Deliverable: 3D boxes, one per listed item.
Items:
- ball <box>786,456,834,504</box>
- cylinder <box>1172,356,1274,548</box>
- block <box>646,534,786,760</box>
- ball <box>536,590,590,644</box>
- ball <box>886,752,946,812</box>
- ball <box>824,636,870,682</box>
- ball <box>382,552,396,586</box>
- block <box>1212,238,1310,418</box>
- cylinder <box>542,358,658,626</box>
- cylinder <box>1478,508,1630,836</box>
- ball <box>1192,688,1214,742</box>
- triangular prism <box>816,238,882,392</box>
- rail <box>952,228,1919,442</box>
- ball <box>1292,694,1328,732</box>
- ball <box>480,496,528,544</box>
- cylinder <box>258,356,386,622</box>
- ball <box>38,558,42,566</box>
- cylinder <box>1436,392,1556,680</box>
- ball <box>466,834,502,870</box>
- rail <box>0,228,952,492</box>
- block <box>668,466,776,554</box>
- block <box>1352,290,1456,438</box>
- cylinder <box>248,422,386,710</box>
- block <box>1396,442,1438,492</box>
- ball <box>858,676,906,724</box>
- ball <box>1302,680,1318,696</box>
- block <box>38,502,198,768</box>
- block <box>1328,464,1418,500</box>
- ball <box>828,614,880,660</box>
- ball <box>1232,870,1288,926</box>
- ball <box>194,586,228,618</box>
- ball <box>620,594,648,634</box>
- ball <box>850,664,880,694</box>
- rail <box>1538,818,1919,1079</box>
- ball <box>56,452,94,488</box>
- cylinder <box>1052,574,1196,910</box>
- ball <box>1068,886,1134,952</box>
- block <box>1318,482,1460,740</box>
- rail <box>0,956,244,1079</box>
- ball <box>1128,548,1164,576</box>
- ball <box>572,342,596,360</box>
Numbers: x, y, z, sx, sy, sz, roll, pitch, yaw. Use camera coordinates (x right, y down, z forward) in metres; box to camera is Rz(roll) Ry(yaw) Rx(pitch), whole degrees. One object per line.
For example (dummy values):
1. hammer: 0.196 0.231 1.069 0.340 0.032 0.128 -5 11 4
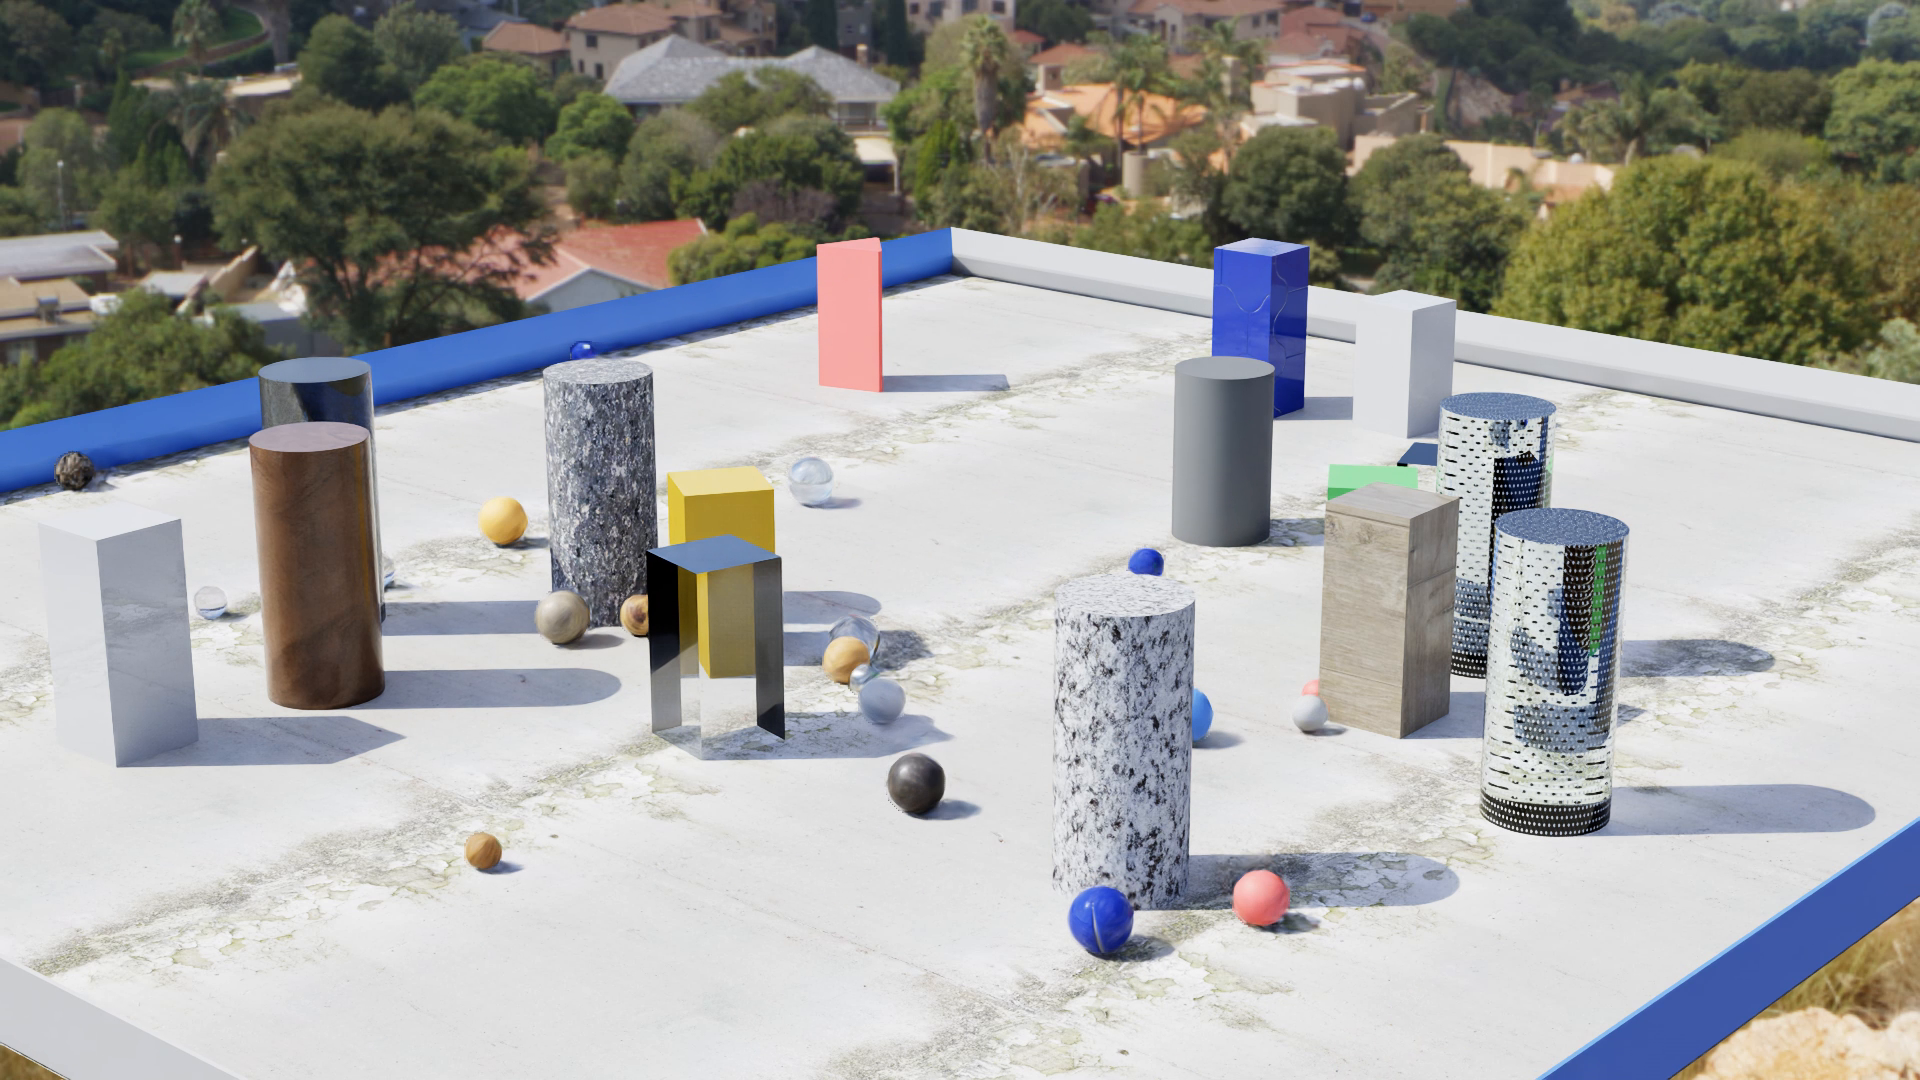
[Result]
1. ball: -0.288 -0.115 5.648 0.091 0.091 0.091 0 17 0
2. cylinder: 0.486 -0.164 5.424 0.183 0.317 0.183 0 17 0
3. block: -0.366 0.159 4.402 0.146 0.290 0.146 -12 20 -34
4. ball: -0.657 0.127 4.855 0.088 0.088 0.088 0 17 0
5. ball: -0.062 0.343 4.149 0.084 0.084 0.084 0 17 0
6. ball: -0.180 0.190 4.671 0.075 0.075 0.075 0 17 0
7. ball: -1.024 0.052 5.146 0.063 0.063 0.063 0 17 0
8. block: 0.645 -0.455 6.316 0.146 0.357 0.146 13 21 37
9. cylinder: -0.606 -0.081 4.970 0.183 0.422 0.183 0 17 0
10. cylinder: 0.828 0.183 4.093 0.183 0.423 0.183 0 17 0
11. ball: 0.339 0.263 4.416 0.084 0.084 0.084 0 17 0
12. triangular prism: -0.216 -0.508 6.556 0.158 0.318 0.137 8 19 25
13. rail: 1.339 -0.417 6.597 3.649 0.119 0.045 14 22 39
14. ball: 0.532 0.264 4.461 0.056 0.056 0.056 0 17 0
15. ball: -0.840 -0.036 5.395 0.088 0.088 0.088 0 17 0
16. cylinder: -1.068 -0.073 4.918 0.183 0.436 0.183 0 17 0
17. ball: -1.618 0.035 5.231 0.048 0.048 0.048 0 17 0
18. cylinder: 0.854 -0.008 4.716 0.183 0.428 0.183 0 17 0
19. ball: -0.642 0.420 3.956 0.049 0.049 0.049 0 17 0
20. rail: -1.360 -0.312 6.251 0.045 0.119 4.131 14 22 39
21. block: -0.389 0.042 4.789 0.146 0.289 0.146 -5 17 -15
22. block: 0.937 -0.372 6.184 0.146 0.274 0.146 -15 22 -41
23. cylinder: -1.003 0.039 4.581 0.183 0.416 0.183 0 17 0
24. block: 0.840 -0.026 5.085 0.146 0.248 0.146 6 18 19
25. ball: -0.119 0.245 4.495 0.072 0.072 0.072 0 17 0
26. ball: 0.554 0.240 4.554 0.048 0.048 0.048 0 17 0
27. block: -1.252 0.138 4.368 0.146 0.350 0.146 14 22 38
28. block: 0.685 0.022 4.899 0.146 0.264 0.146 2 17 8
29. ball: -0.171 0.163 4.750 0.082 0.082 0.082 0 17 0
30. ball: 0.388 0.461 3.781 0.072 0.072 0.072 0 17 0
31. ball: -1.274 0.106 4.982 0.056 0.056 0.056 0 17 0
32. ball: -0.534 0.124 4.900 0.068 0.068 0.068 0 17 0
33. ball: -0.150 0.220 4.616 0.049 0.049 0.049 0 17 0
34. rail: 1.360 0.372 3.991 0.045 0.119 4.131 14 22 39
35. ball: -1.737 -0.136 5.753 0.071 0.071 0.071 0 17 0
36. cylinder: 0.214 0.264 3.856 0.183 0.405 0.183 0 17 0
37. ball: 0.178 0.478 3.703 0.084 0.084 0.084 0 17 0
38. block: 0.654 0.105 4.480 0.146 0.348 0.146 13 21 37
39. rail: -1.339 0.477 3.646 3.649 0.119 0.045 14 22 39
40. ball: 0.329 0.045 5.167 0.064 0.064 0.064 0 17 0
41. ball: -0.863 -0.424 6.729 0.058 0.058 0.058 0 17 0
